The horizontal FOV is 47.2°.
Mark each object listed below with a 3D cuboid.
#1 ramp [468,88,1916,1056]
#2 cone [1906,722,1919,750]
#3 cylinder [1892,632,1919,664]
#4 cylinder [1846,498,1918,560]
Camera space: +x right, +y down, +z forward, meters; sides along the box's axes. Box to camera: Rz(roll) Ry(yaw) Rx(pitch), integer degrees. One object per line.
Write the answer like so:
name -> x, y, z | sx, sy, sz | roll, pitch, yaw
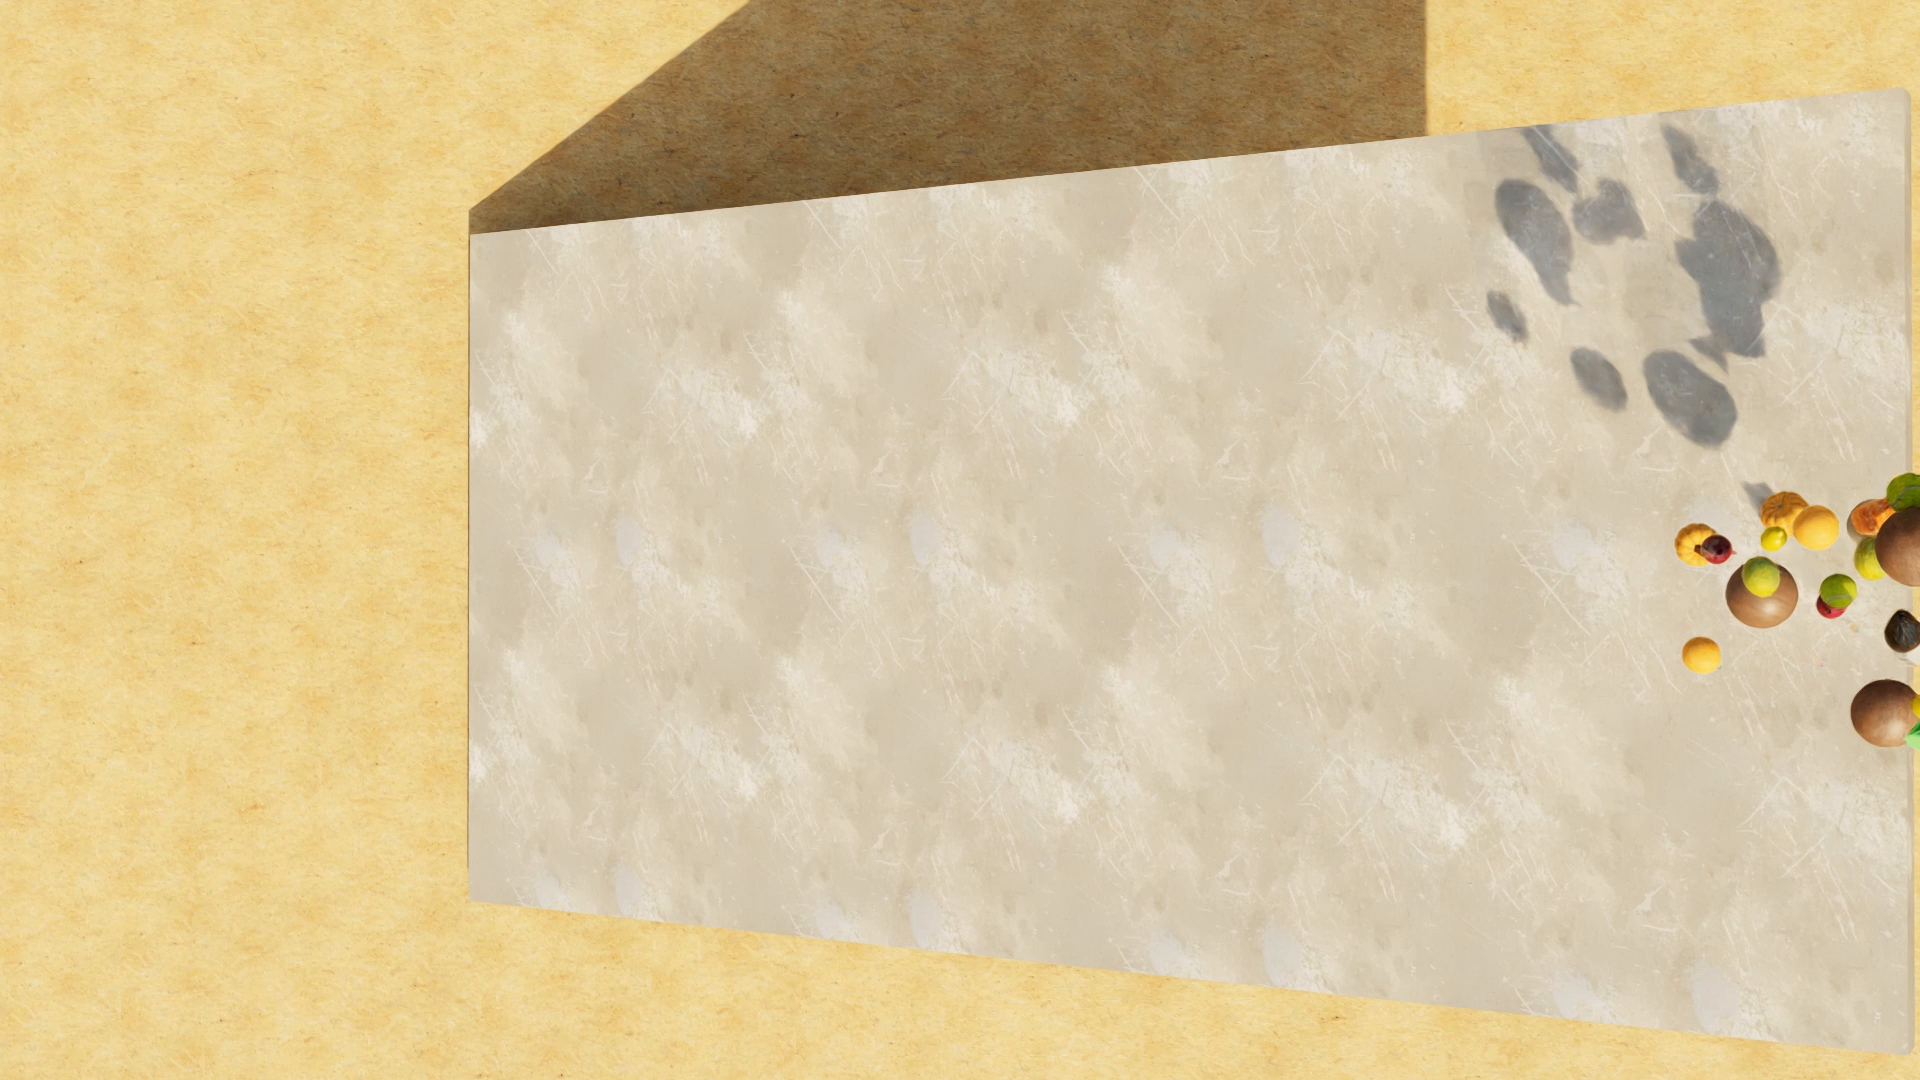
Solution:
ramp -> 0.265, 0.073, 5.614 | 4.000, 0.100, 2.000 | 0, 89, 31
cone -> 1.667, 0.310, 3.766 | 0.082, 0.082, 0.082 | 19, 64, 0
cylinder -> 1.711, 0.193, 3.936 | 0.060, 0.060, 0.060 | 0, 88, 4
cylinder -> 1.785, -0.021, 4.258 | 0.093, 0.093, 0.093 | -4, 110, -11
